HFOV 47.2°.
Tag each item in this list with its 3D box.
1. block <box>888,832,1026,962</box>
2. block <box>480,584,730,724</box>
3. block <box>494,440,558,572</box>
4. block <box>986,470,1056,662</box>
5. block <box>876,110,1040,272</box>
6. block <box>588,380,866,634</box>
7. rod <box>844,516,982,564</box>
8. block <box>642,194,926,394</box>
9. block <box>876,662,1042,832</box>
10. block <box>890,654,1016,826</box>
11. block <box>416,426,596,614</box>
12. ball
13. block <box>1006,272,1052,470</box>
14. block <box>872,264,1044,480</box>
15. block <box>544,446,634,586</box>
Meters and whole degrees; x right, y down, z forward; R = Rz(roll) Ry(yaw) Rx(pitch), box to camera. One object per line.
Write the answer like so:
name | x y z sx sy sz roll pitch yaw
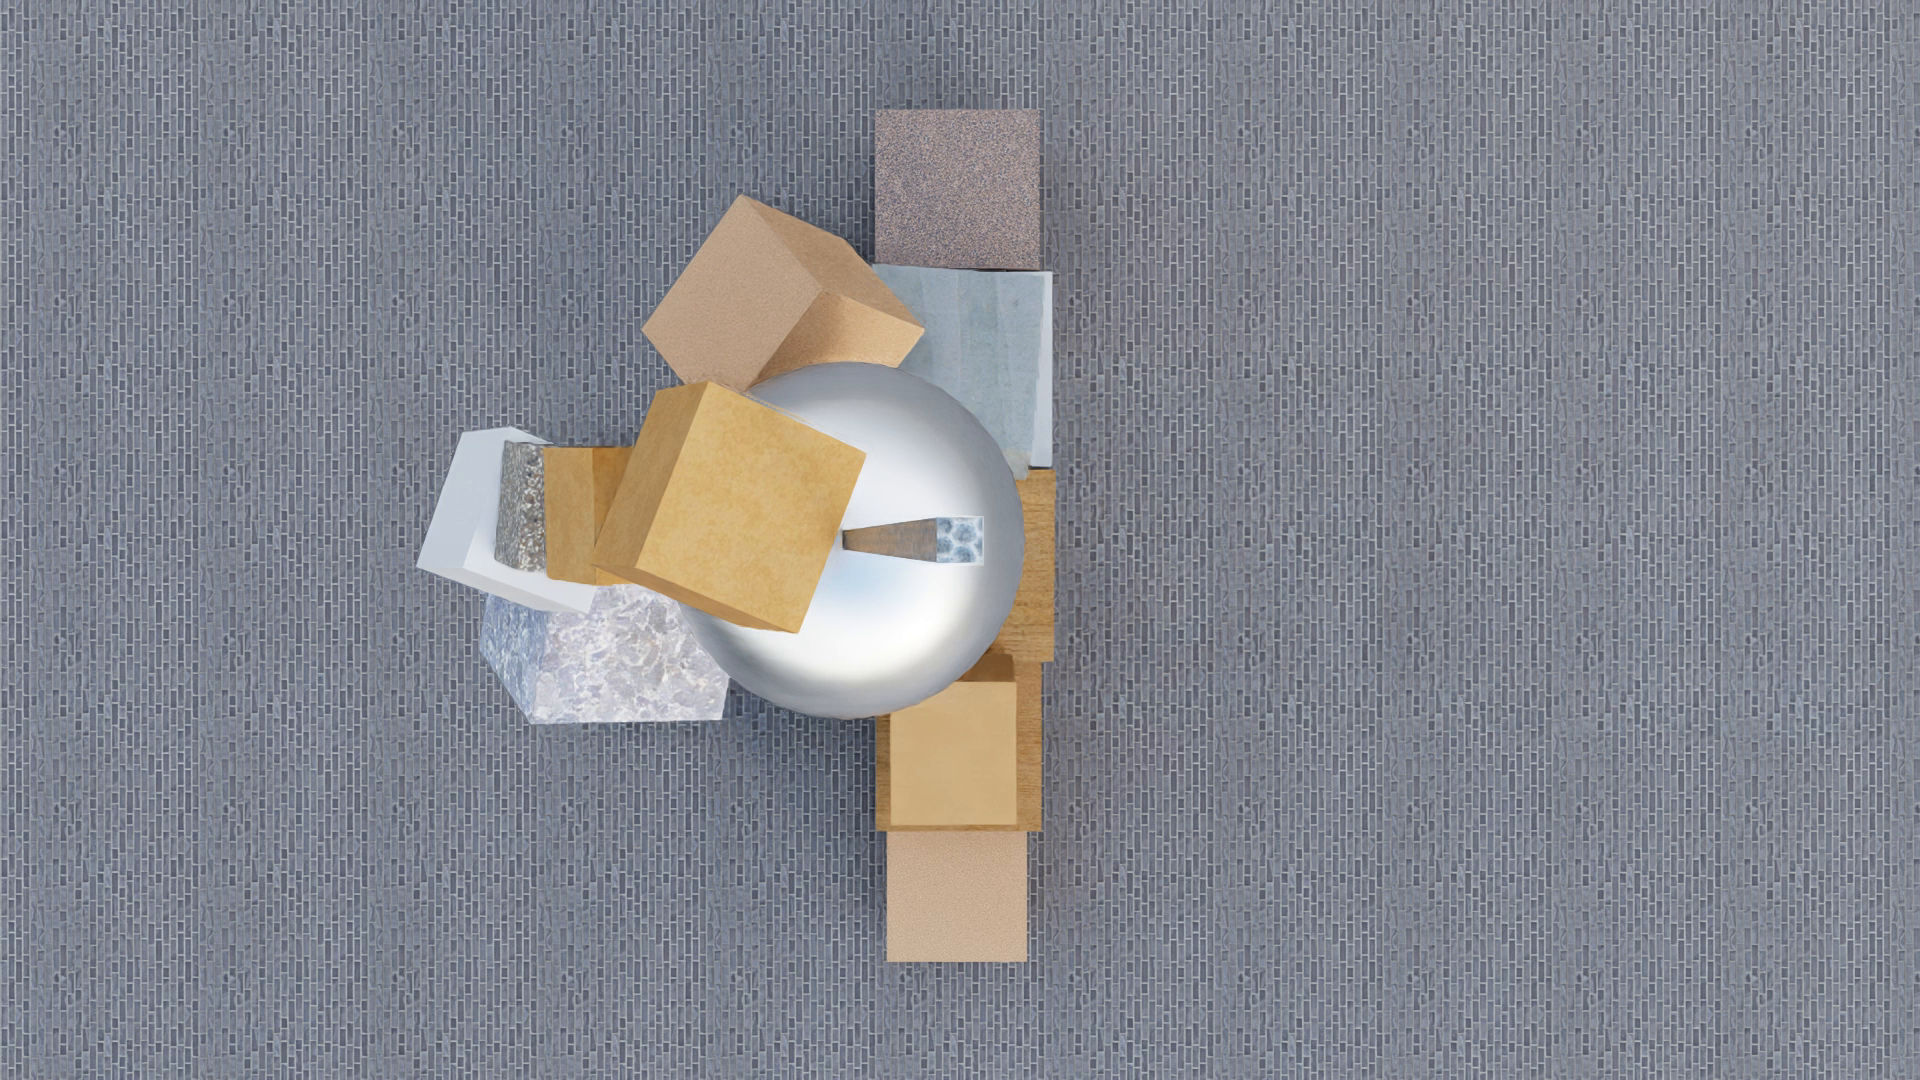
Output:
block | -0.017 1.979 12.639 0.781 0.723 0.751 0 90 0
block | -1.807 0.326 11.473 1.035 0.904 0.940 2 111 -30
block | -1.658 -0.135 9.679 0.637 0.583 0.535 4 92 -22
block | -0.009 0.133 12.473 1.046 1.055 1.041 1 90 0
block | -0.014 -1.919 12.513 0.898 0.975 0.871 0 90 0
block | -0.912 -0.120 8.581 0.691 0.653 0.749 24 80 -23
rod | -0.219 0.000 6.413 0.080 5.200 0.080 0 90 -5
block | -0.881 -1.052 11.005 0.863 0.815 0.790 -51 56 17
block | -0.006 1.127 12.521 0.905 0.958 0.934 0 90 0
block | -0.035 1.039 11.607 0.643 0.774 0.745 0 98 0
block | -2.031 -0.086 10.250 0.634 0.623 0.673 23 78 -31
ball | -0.505 0.000 9.801 1.600 1.600 1.600 0 90 0
block | 0.006 -0.938 12.537 0.999 0.926 1.071 0 90 0
block | -0.047 -0.869 11.607 0.885 0.800 0.925 4 81 0
block | -1.353 -0.114 9.102 0.561 0.552 0.548 -3 94 -31
